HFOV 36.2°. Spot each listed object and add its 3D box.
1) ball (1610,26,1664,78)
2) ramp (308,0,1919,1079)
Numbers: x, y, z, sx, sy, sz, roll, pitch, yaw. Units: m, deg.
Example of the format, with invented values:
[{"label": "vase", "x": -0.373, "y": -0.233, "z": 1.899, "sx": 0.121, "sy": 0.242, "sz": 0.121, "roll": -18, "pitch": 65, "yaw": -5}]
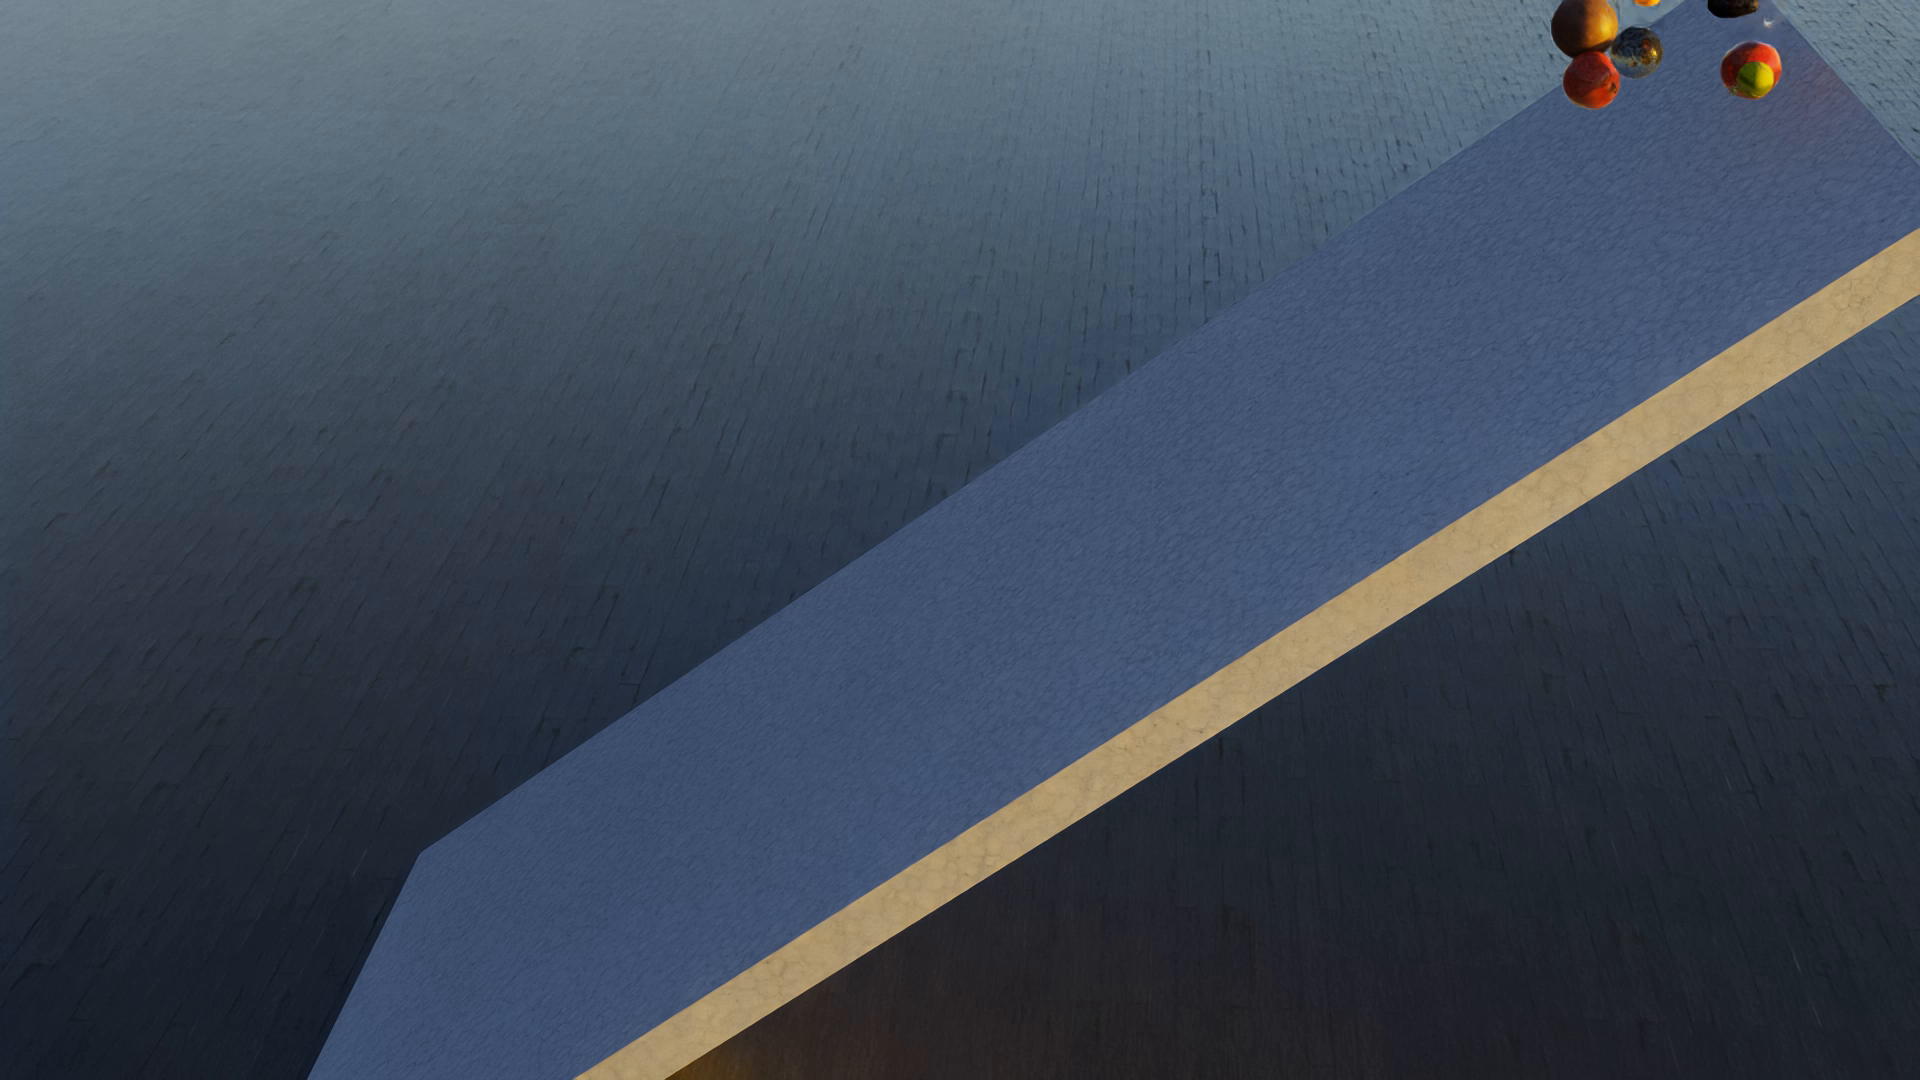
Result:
[{"label": "ball", "x": 1.259, "y": -0.908, "z": 5.473, "sx": 0.096, "sy": 0.096, "sz": 0.096, "roll": 0, "pitch": 22, "yaw": 0}, {"label": "ramp", "x": 0.131, "y": 0.178, "z": 6.317, "sx": 4.000, "sy": 0.100, "sz": 2.000, "roll": -34, "pitch": 16, "yaw": 16}]
